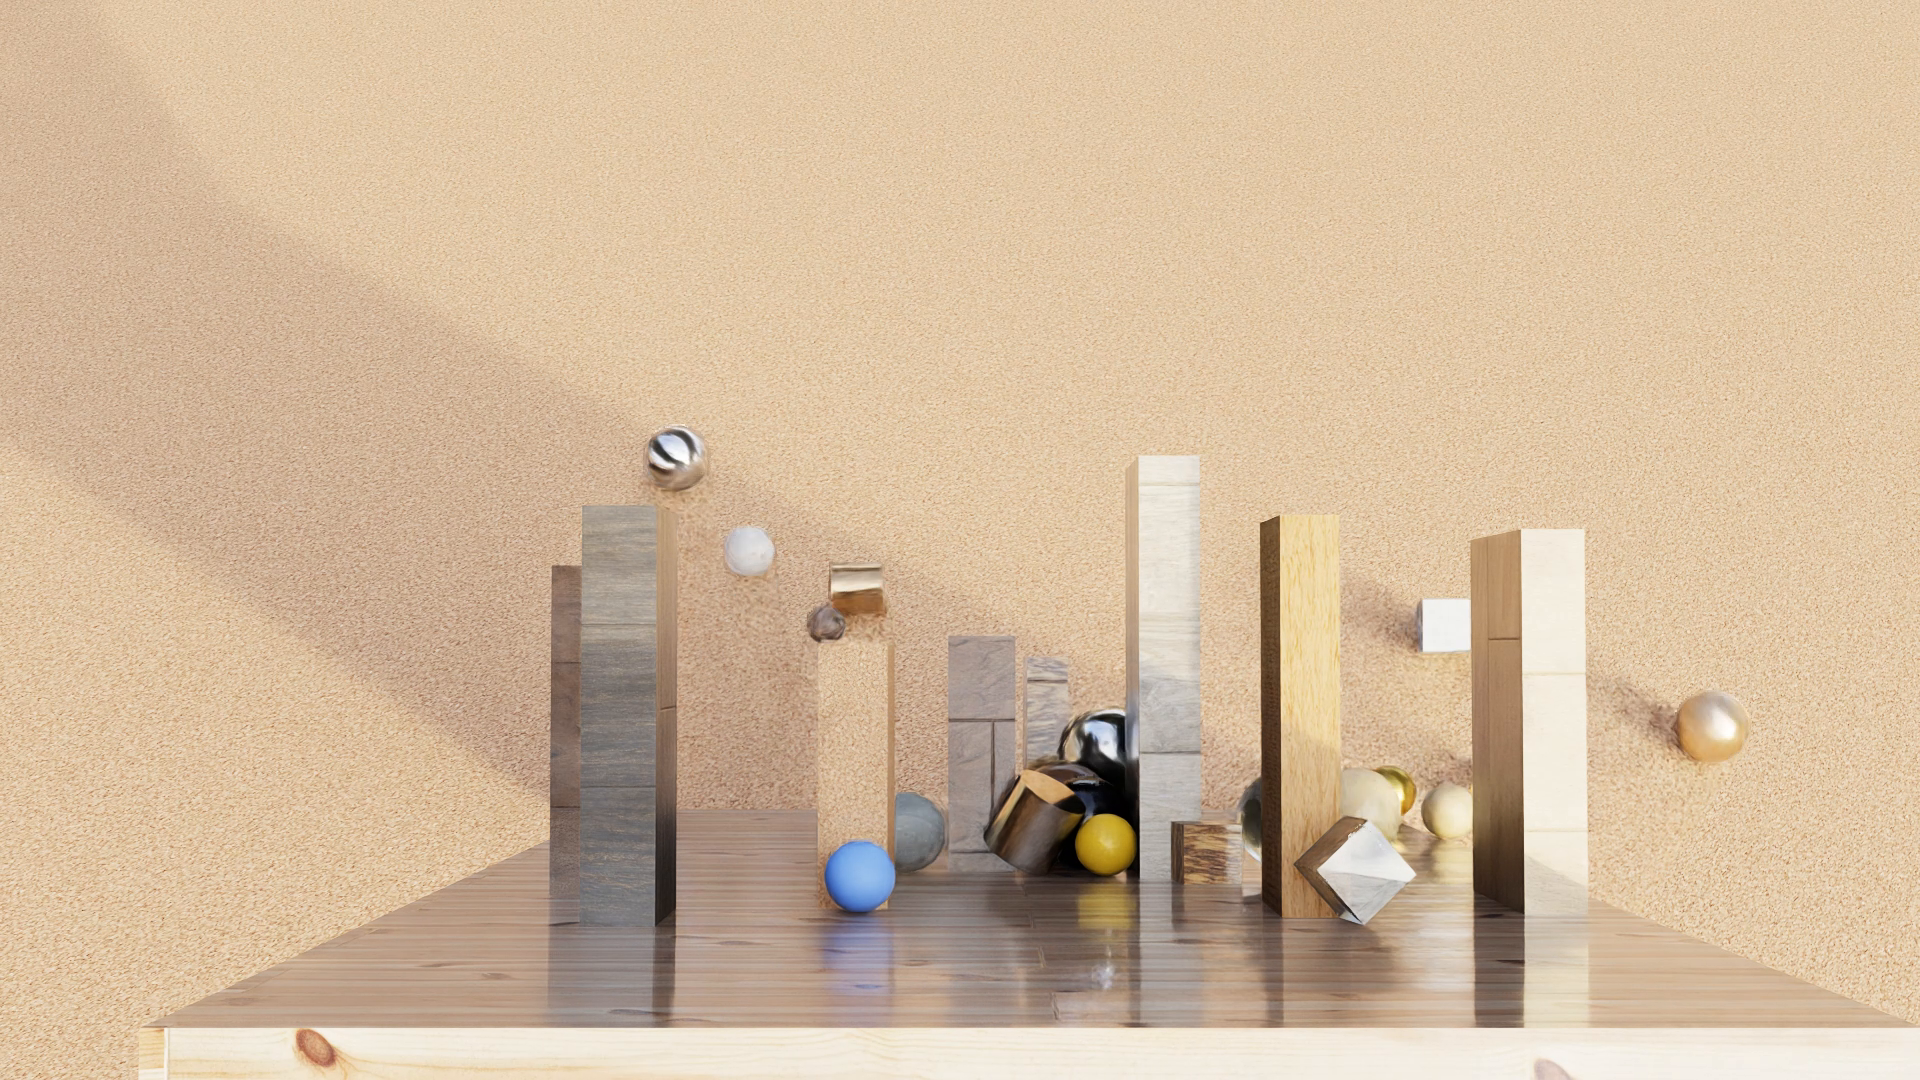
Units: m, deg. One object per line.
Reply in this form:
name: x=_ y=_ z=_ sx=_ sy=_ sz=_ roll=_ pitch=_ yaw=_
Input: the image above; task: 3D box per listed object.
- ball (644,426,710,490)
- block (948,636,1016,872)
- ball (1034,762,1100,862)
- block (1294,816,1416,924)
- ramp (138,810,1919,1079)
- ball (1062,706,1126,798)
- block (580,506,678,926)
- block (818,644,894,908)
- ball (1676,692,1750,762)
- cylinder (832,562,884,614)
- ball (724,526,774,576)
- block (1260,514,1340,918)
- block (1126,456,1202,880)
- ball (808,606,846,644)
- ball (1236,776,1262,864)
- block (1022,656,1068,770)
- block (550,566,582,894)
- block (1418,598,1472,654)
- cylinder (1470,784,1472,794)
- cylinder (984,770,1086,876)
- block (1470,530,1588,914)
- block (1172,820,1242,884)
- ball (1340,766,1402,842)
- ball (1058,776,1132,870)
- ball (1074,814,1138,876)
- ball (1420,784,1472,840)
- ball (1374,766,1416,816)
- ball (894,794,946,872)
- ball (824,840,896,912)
ball: x=-0.890 y=-0.256 z=8.176 sx=0.204 sy=0.204 sz=0.204 roll=0 pitch=37 yaw=0
block: x=0.042 y=0.414 z=5.114 sx=0.129 sy=0.451 sz=0.266 roll=0 pitch=-2 yaw=0
ball: x=0.206 y=0.543 z=5.201 sx=0.200 sy=0.200 sz=0.200 roll=0 pitch=37 yaw=0
block: x=0.616 y=0.514 z=4.063 sx=0.114 sy=0.114 sz=0.114 roll=-42 pitch=6 yaw=-10
ramp: x=0.081 y=0.681 z=4.910 sx=2.000 sy=0.100 sz=4.000 roll=0 pitch=-2 yaw=0
ball: x=0.309 y=0.442 z=5.357 sx=0.202 sy=0.202 sz=0.202 roll=0 pitch=37 yaw=0
block: x=-0.524 y=0.276 z=4.140 sx=0.115 sy=0.645 sz=0.297 roll=0 pitch=-2 yaw=0
block: x=-0.176 y=0.396 z=4.493 sx=0.114 sy=0.434 sz=0.449 roll=0 pitch=-2 yaw=0
ball: x=2.068 y=0.513 z=7.148 sx=0.195 sy=0.195 sz=0.195 roll=0 pitch=37 yaw=0
cylinder: x=-0.301 y=0.144 z=7.675 sx=0.150 sy=0.150 sz=0.150 roll=-2 pitch=37 yaw=-1
ball: x=-0.634 y=0.035 z=7.828 sx=0.152 sy=0.152 sz=0.152 roll=0 pitch=37 yaw=0
block: x=0.557 y=0.285 z=4.267 sx=0.094 sy=0.638 sz=0.277 roll=0 pitch=-2 yaw=0
block: x=0.389 y=0.243 z=5.022 sx=0.114 sy=0.784 sz=0.399 roll=0 pitch=-2 yaw=0
ball: x=-0.388 y=0.249 z=7.573 sx=0.113 sy=0.113 sz=0.113 roll=0 pitch=37 yaw=0
ball: x=0.627 y=0.537 z=4.989 sx=0.195 sy=0.195 sz=0.195 roll=0 pitch=37 yaw=0
block: x=0.183 y=0.457 z=5.611 sx=0.085 sy=0.408 sz=0.371 roll=0 pitch=-2 yaw=0
block: x=-0.661 y=0.337 z=4.697 sx=0.098 sy=0.570 sz=0.372 roll=0 pitch=-2 yaw=0
block: x=1.398 y=0.248 z=7.482 sx=0.147 sy=0.147 sz=0.147 roll=-1 pitch=-5 yaw=5
cylinder: x=1.447 y=0.643 z=6.974 sx=0.138 sy=0.138 sz=0.138 roll=11 pitch=32 yaw=15
cylinder: x=0.140 y=0.531 z=4.889 sx=0.143 sy=0.143 sz=0.143 roll=28 pitch=14 yaw=-8
block: x=0.954 y=0.300 z=4.382 sx=0.101 sy=0.617 sz=0.420 roll=0 pitch=-2 yaw=0
block: x=0.450 y=0.571 z=4.755 sx=0.107 sy=0.107 sz=0.107 roll=0 pitch=-2 yaw=-8
ball: x=0.804 y=0.554 z=5.287 sx=0.185 sy=0.185 sz=0.185 roll=0 pitch=37 yaw=0
ball: x=0.242 y=0.545 z=5.014 sx=0.181 sy=0.181 sz=0.181 roll=0 pitch=37 yaw=0
ball: x=0.274 y=0.571 z=4.870 sx=0.117 sy=0.117 sz=0.117 roll=0 pitch=37 yaw=0
ball: x=1.102 y=0.612 z=5.862 sx=0.124 sy=0.124 sz=0.124 roll=0 pitch=37 yaw=0
ball: x=1.074 y=0.631 z=6.509 sx=0.135 sy=0.135 sz=0.135 roll=0 pitch=37 yaw=0
ball: x=-0.102 y=0.559 z=4.964 sx=0.150 sy=0.150 sz=0.150 roll=0 pitch=37 yaw=0
ball: x=-0.162 y=0.544 z=4.205 sx=0.115 sy=0.115 sz=0.115 roll=0 pitch=37 yaw=0
